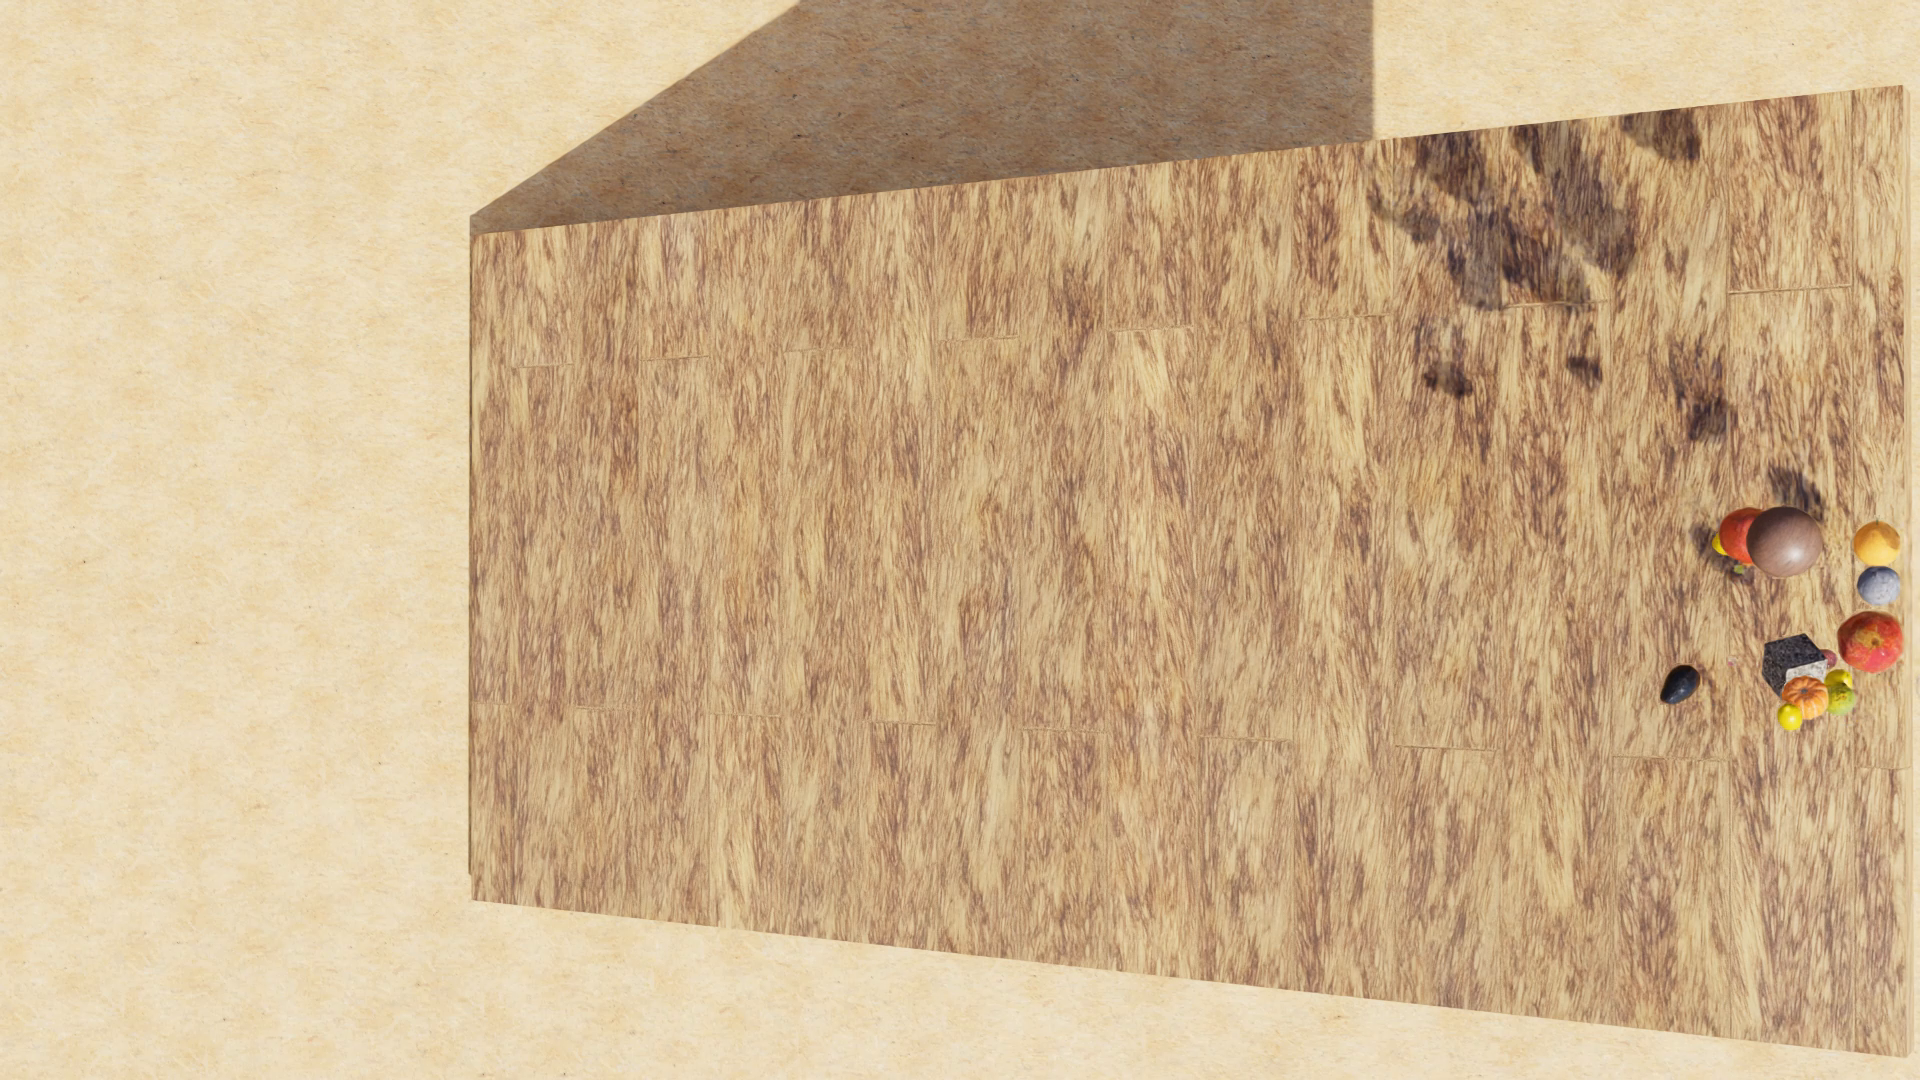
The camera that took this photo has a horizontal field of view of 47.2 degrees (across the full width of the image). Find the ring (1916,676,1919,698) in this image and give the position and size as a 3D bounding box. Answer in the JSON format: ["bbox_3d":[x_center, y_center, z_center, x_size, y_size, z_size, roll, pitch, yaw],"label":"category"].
[{"bbox_3d":[1.832,0.270,4.082,0.037,0.111,0.111,19,89,-43],"label":"ring"}]

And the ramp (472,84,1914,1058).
[{"bbox_3d":[0.263,0.072,5.608,4.000,0.100,2.000,0,89,32],"label":"ramp"}]

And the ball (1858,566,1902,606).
[{"bbox_3d":[1.840,0.091,4.403,0.081,0.081,0.081,0,89,0],"label":"ball"}]

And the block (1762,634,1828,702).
[{"bbox_3d":[1.519,0.232,4.005,0.079,0.079,0.079,-13,127,-5],"label":"block"}]
